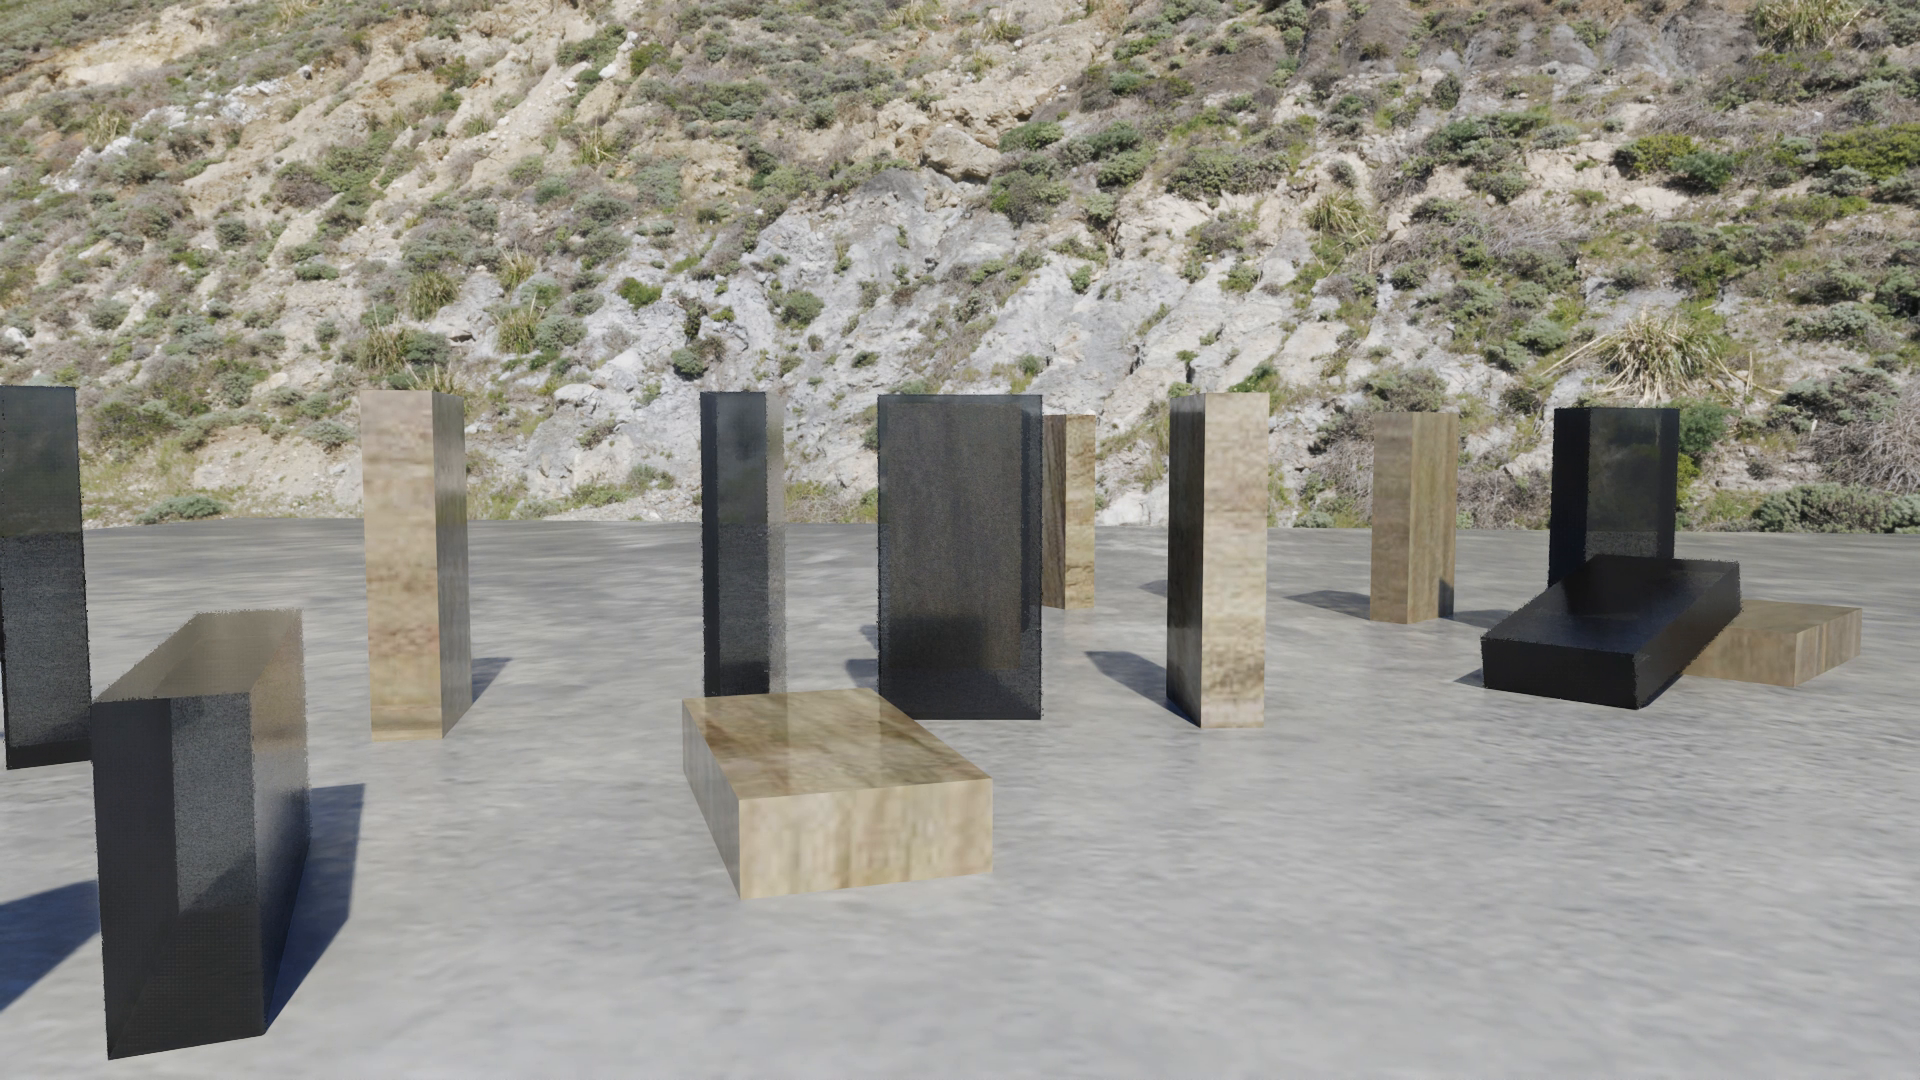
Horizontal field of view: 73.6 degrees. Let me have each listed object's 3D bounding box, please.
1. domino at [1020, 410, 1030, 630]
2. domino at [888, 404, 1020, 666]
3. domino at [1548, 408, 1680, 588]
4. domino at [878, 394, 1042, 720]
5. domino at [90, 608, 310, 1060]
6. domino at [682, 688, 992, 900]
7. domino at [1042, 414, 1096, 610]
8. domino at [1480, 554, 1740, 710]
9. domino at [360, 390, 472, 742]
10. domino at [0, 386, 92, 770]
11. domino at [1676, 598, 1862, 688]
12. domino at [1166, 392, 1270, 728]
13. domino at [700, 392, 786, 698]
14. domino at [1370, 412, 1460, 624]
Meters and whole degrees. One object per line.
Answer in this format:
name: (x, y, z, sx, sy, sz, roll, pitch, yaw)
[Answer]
domino: (0.003, -0.005, 0.298, 0.025, 0.050, 0.009, 1, 4, 11)
domino: (-0.001, -0.001, 0.250, 0.025, 0.050, 0.010, 0, 4, 0)
domino: (0.139, -0.003, 0.273, 0.025, 0.050, 0.009, -2, 5, -21)
domino: (0.000, 0.002, 0.201, 0.025, 0.050, 0.009, 0, 4, 0)
domino: (-0.064, 0.022, 0.112, 0.010, 0.025, 0.050, -2, 5, -23)
domino: (-0.016, 0.027, 0.147, 0.025, 0.009, 0.050, -1, 5, -18)
domino: (0.024, -0.008, 0.341, 0.010, 0.050, 0.025, -3, 5, -33)
domino: (0.117, 0.015, 0.229, 0.050, 0.010, 0.025, -21, 17, -39)
domino: (-0.082, 0.003, 0.195, 0.009, 0.050, 0.025, -1, 4, -11)
domino: (-0.128, 0.004, 0.179, 0.010, 0.050, 0.025, -3, 5, -35)
domino: (0.155, 0.019, 0.250, 0.050, 0.009, 0.025, -4, 6, -44)
domino: (0.040, 0.002, 0.203, 0.009, 0.050, 0.025, 0, 4, -3)
domino: (-0.033, 0.003, 0.199, 0.009, 0.050, 0.025, 0, 4, -2)
domino: (0.111, -0.006, 0.313, 0.025, 0.050, 0.009, -4, 6, -45)
